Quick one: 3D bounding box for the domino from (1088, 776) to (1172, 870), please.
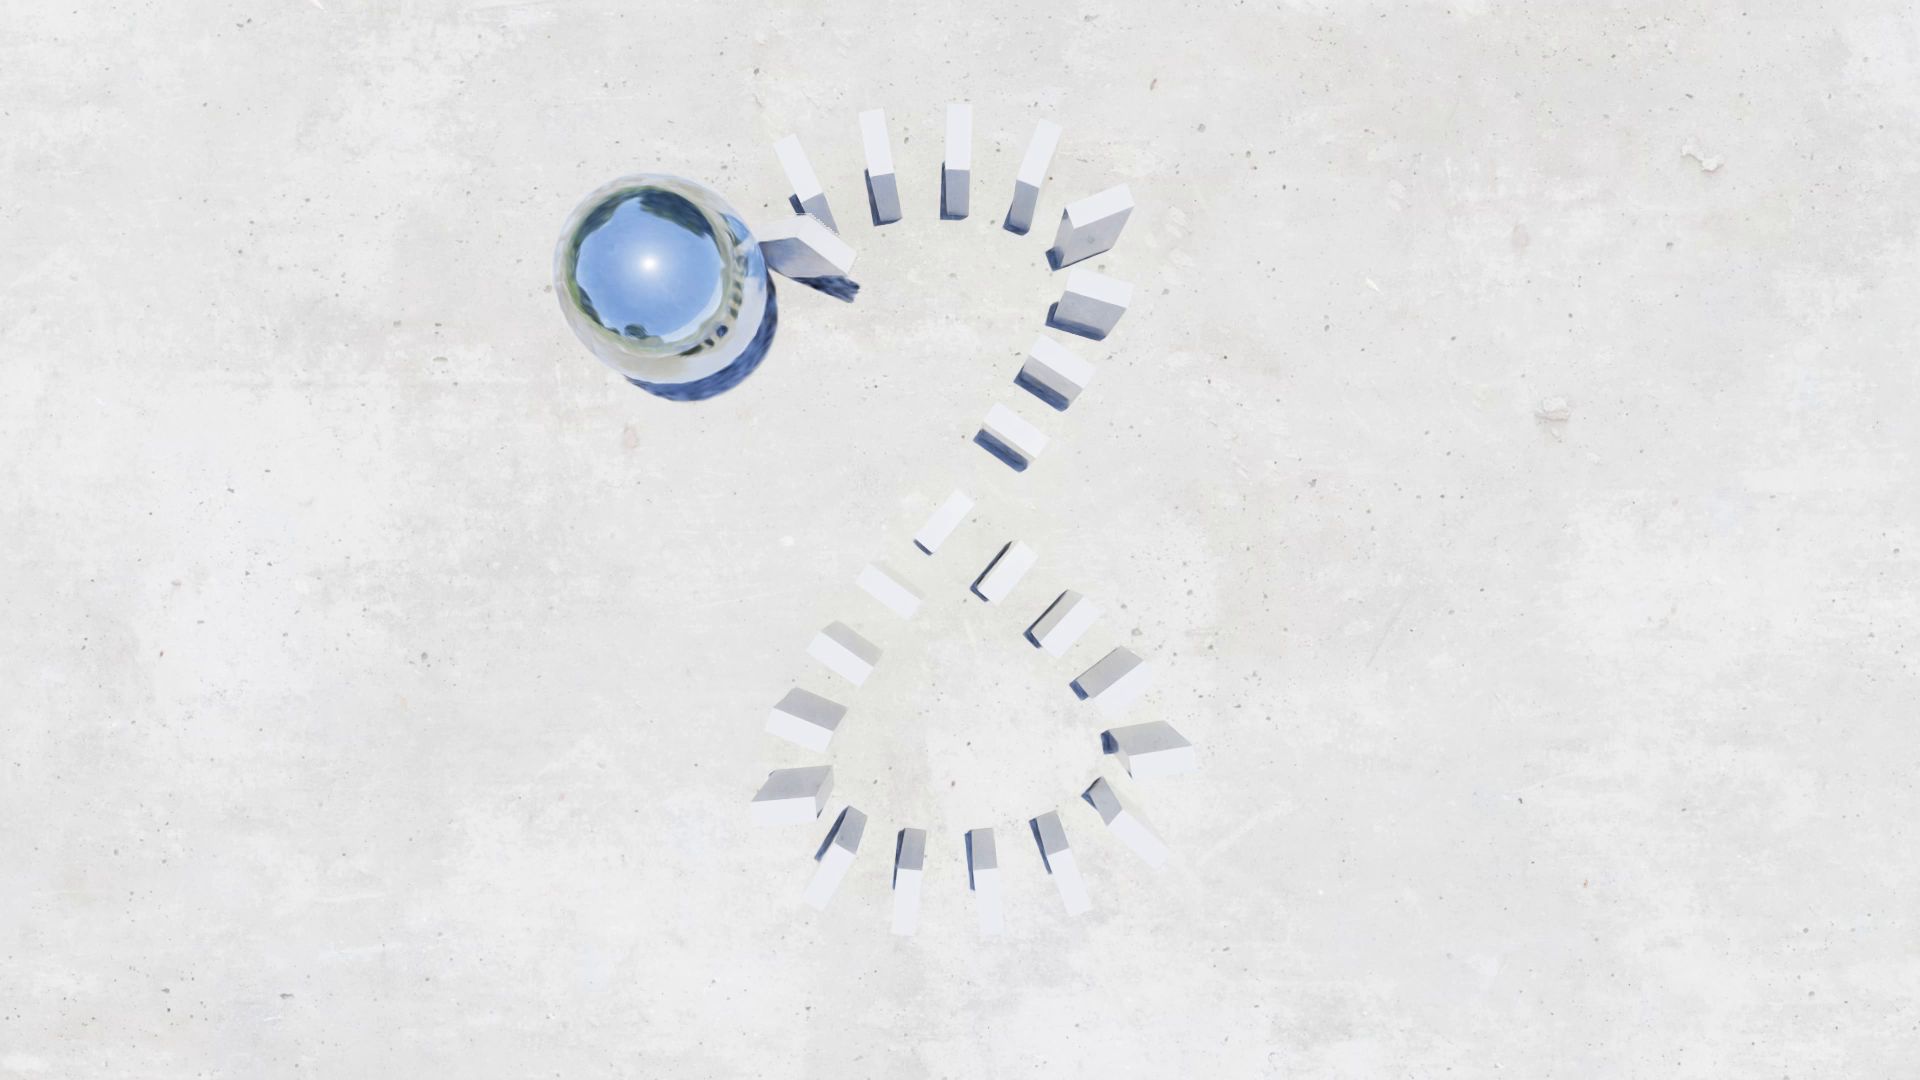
[{"bbox_3d":[0.069,0.114,0.375,0.025,0.050,0.009,41,90,0],"label":"domino"}]

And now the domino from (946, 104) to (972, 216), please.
[{"bbox_3d":[0.000,-0.154,0.375,0.010,0.050,0.025,2,90,0],"label":"domino"}]

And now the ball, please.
[{"bbox_3d":[-0.117,-0.102,0.360,0.080,0.080,0.080,0,90,0],"label":"ball"}]

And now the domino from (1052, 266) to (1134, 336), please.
[{"bbox_3d":[0.053,-0.097,0.375,0.025,0.050,0.009,16,90,0],"label":"domino"}]

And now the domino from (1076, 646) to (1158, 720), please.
[{"bbox_3d":[0.063,0.057,0.375,0.025,0.050,0.010,-37,90,0],"label":"domino"}]

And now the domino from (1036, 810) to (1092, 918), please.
[{"bbox_3d":[0.042,0.131,0.375,0.010,0.050,0.025,-20,90,0],"label":"domino"}]

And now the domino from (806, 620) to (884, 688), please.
[{"bbox_3d":[-0.046,0.046,0.375,0.025,0.050,0.009,34,90,0],"label":"domino"}]

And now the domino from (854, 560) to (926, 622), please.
[{"bbox_3d":[-0.028,0.020,0.375,0.025,0.050,0.010,36,90,0],"label":"domino"}]

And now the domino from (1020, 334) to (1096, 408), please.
[{"bbox_3d":[0.039,-0.068,0.375,0.025,0.050,0.009,32,90,0],"label":"domino"}]

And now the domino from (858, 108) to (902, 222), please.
[{"bbox_3d":[-0.032,-0.152,0.375,0.010,0.050,0.025,-10,90,0],"label":"domino"}]

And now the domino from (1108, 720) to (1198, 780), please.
[{"bbox_3d":[0.078,0.085,0.375,0.025,0.050,0.009,-9,90,0],"label":"domino"}]

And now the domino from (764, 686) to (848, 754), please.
[{"bbox_3d":[-0.062,0.073,0.375,0.025,0.050,0.009,22,90,0],"label":"domino"}]

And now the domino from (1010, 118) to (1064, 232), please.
[{"bbox_3d":[0.030,-0.148,0.375,0.010,0.050,0.025,21,90,0],"label":"domino"}]

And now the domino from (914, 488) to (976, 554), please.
[{"bbox_3d":[-0.006,-0.007,0.375,0.010,0.050,0.025,41,90,0],"label":"domino"}]

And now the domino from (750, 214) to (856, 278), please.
[{"bbox_3d":[-0.066,-0.118,0.372,0.025,0.050,0.010,30,83,-38],"label":"domino"}]

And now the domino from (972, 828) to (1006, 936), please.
[{"bbox_3d":[0.011,0.138,0.375,0.010,0.050,0.025,-6,90,0],"label":"domino"}]

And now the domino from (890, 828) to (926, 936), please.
[{"bbox_3d":[-0.020,0.138,0.375,0.010,0.050,0.025,6,90,0],"label":"domino"}]

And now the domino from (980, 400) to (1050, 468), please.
[{"bbox_3d":[0.022,-0.042,0.375,0.025,0.050,0.010,35,90,0],"label":"domino"}]

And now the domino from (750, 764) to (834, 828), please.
[{"bbox_3d":[-0.068,0.104,0.375,0.025,0.050,0.009,-5,90,0],"label":"domino"}]

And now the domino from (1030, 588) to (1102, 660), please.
[{"bbox_3d":[0.042,0.034,0.375,0.009,0.050,0.025,44,90,0],"label":"domino"}]

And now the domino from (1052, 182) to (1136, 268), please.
[{"bbox_3d":[0.054,-0.128,0.375,0.025,0.050,0.009,-21,90,0],"label":"domino"}]

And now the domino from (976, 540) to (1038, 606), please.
[{"bbox_3d":[0.019,0.013,0.375,0.010,0.050,0.025,40,90,0],"label":"domino"}]

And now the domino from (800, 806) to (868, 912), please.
[{"bbox_3d":[-0.050,0.129,0.375,0.010,0.050,0.025,31,90,0],"label":"domino"}]

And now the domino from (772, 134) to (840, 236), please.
[{"bbox_3d":[-0.062,-0.142,0.375,0.010,0.050,0.025,-26,90,0],"label":"domino"}]
